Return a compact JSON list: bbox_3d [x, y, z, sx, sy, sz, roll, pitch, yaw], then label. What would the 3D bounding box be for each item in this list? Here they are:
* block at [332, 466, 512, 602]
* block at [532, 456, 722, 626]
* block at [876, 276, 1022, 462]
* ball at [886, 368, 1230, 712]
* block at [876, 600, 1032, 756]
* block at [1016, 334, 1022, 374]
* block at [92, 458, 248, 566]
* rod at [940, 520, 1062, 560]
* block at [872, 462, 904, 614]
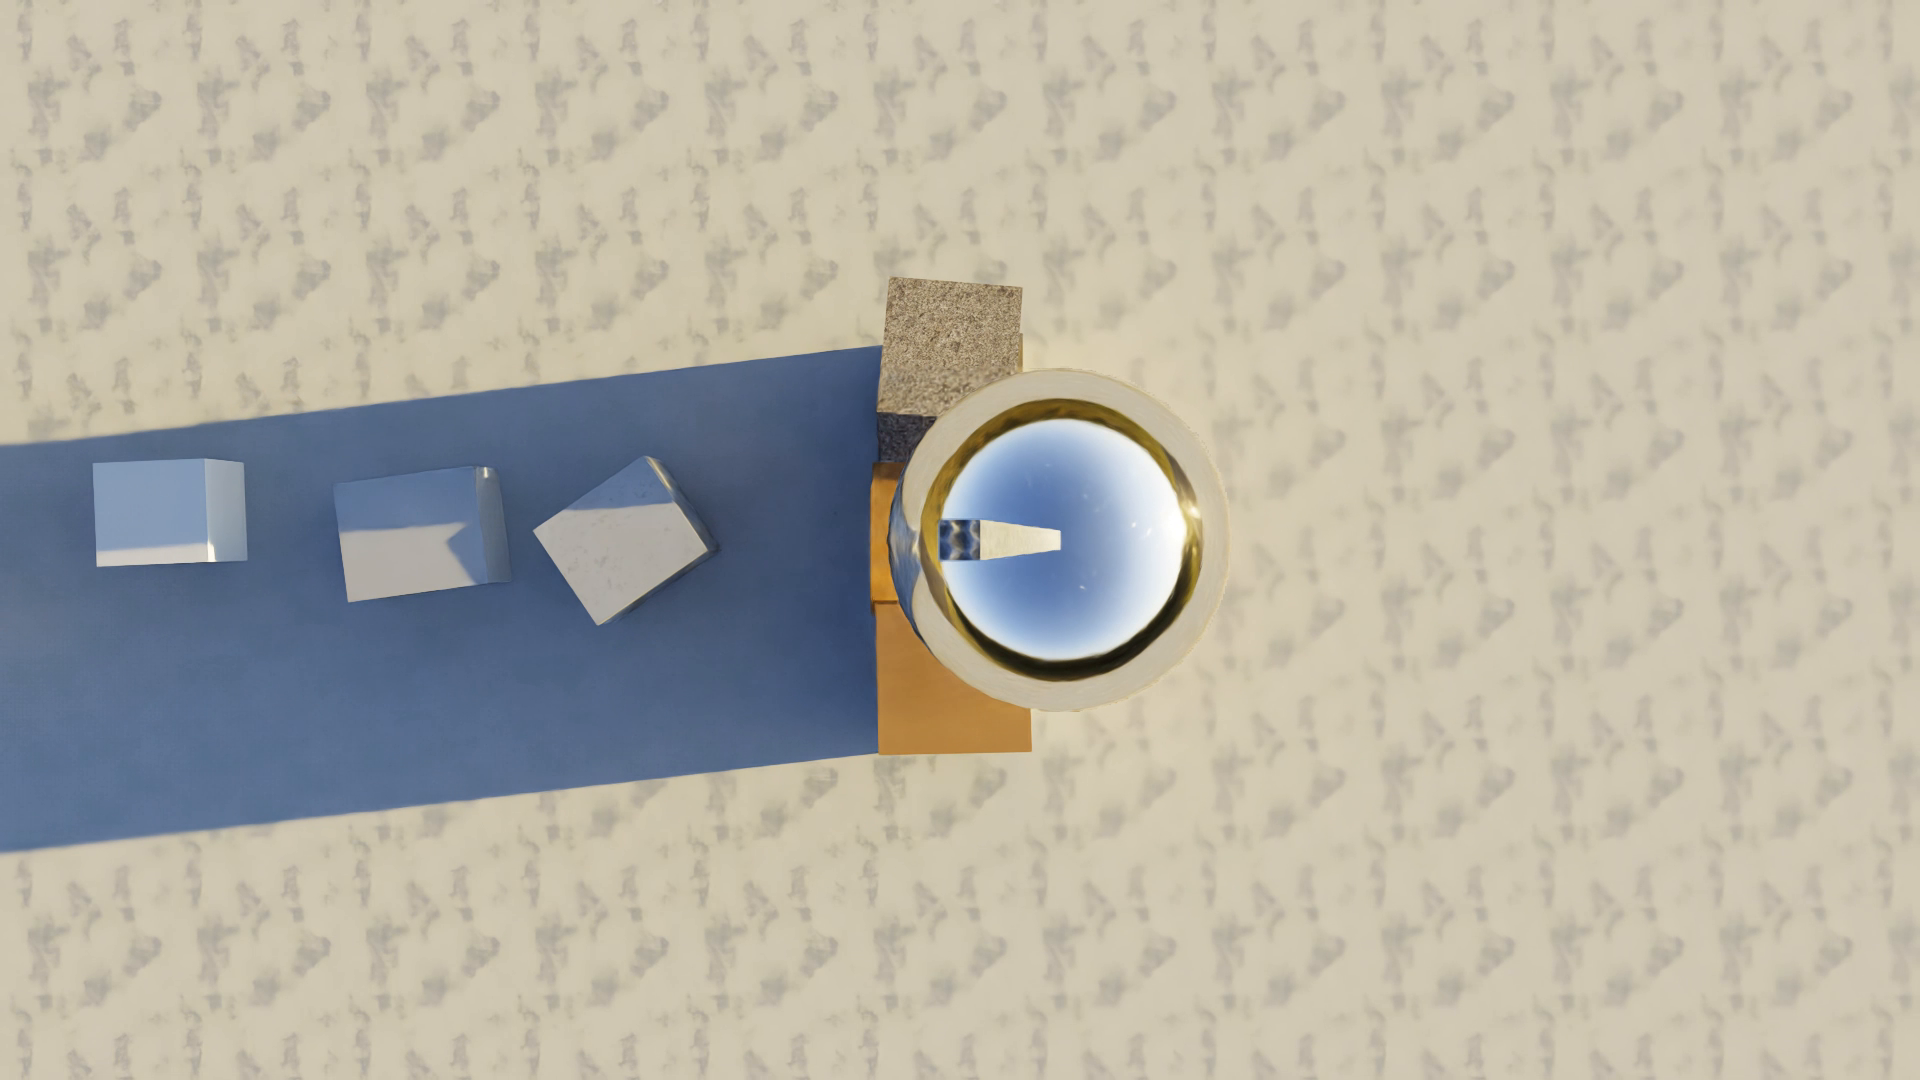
[{"bbox_3d":[-3.082,-0.035,12.665,0.793,0.669,0.667,-8,90,0],"label":"block"},{"bbox_3d":[-1.897,0.002,12.633,0.745,0.733,0.641,-34,90,0],"label":"block"},{"bbox_3d":[-0.059,-0.889,11.891,0.709,0.786,0.763,5,73,0],"label":"block"},{"bbox_3d":[0.458,0.000,10.263,1.600,1.600,1.600,0,90,0],"label":"ball"},{"bbox_3d":[-0.033,0.721,11.822,0.799,0.703,0.783,-1,90,0],"label":"block"},{"bbox_3d":[-0.009,-0.801,12.688,0.728,0.624,0.728,0,90,0],"label":"block"},{"bbox_3d":[-4.537,-0.155,12.664,0.628,0.672,0.580,-2,90,0],"label":"block"},{"bbox_3d":[0.198,0.000,6.873,0.080,5.200,0.080,0,90,4],"label":"rod"},{"bbox_3d":[-0.068,-0.008,12.585,0.845,0.829,0.837,0,90,0],"label":"block"}]
